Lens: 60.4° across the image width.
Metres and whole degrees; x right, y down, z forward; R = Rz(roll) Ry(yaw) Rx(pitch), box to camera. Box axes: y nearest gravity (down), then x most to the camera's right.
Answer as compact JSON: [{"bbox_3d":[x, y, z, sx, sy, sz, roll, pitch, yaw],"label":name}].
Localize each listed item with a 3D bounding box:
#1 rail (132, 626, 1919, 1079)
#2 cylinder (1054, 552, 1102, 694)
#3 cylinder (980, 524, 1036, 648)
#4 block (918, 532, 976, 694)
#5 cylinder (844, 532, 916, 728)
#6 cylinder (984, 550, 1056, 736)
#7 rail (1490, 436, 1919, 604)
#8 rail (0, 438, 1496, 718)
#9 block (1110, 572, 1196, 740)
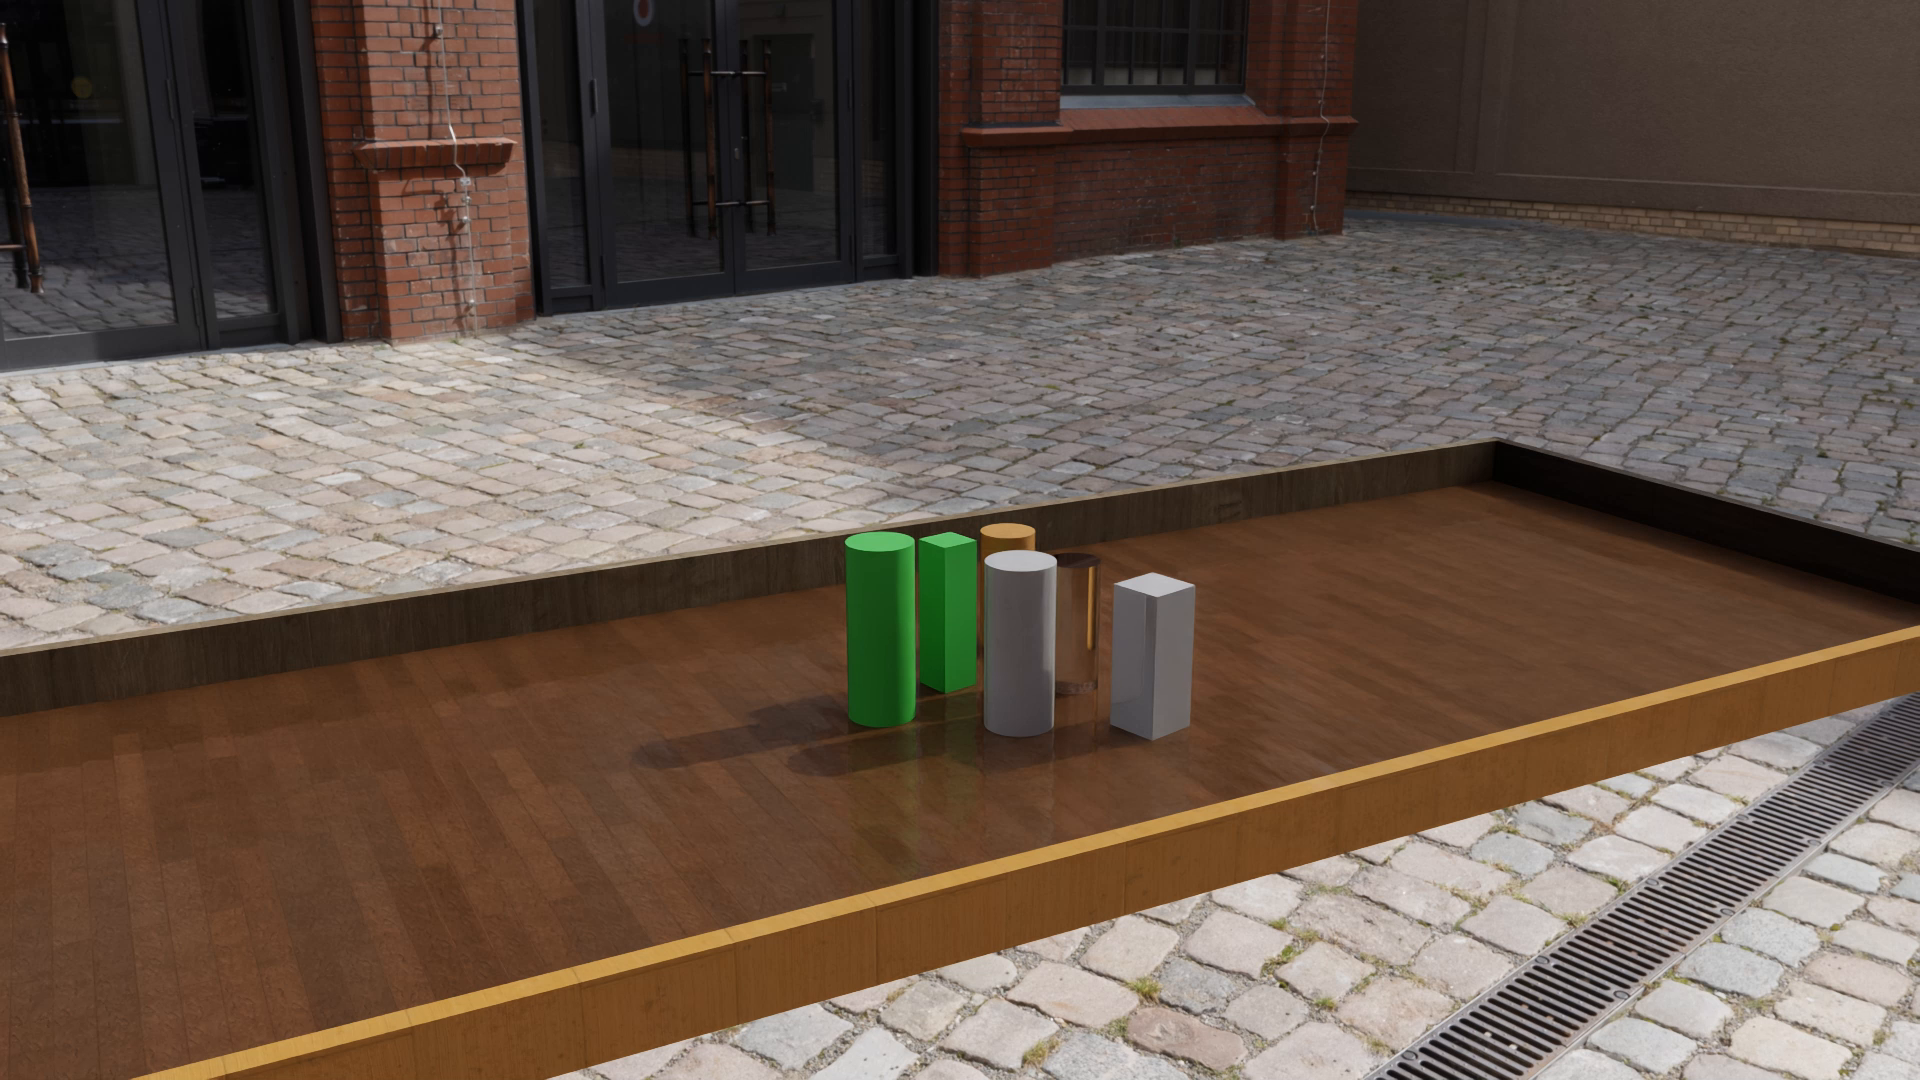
[{"bbox_3d":[-2.336,1.006,1.665,12.000,0.150,0.050,-9,18,-27],"label":"rail"},{"bbox_3d":[0.279,0.206,4.077,0.131,0.325,0.131,0,16,0],"label":"cylinder"},{"bbox_3d":[0.126,0.126,4.370,0.144,0.314,0.144,0,16,0],"label":"cylinder"},{"bbox_3d":[-0.030,0.179,4.082,0.101,0.374,0.101,-13,21,-38],"label":"block"},{"bbox_3d":[-0.186,0.210,3.879,0.162,0.430,0.162,0,16,0],"label":"cylinder"},{"bbox_3d":[0.139,0.239,3.830,0.166,0.401,0.166,0,16,0],"label":"cylinder"},{"bbox_3d":[2.466,-0.048,5.253,0.050,0.150,2.100,-9,18,-27],"label":"rail"},{"bbox_3d":[-3.305,0.497,3.399,12.000,0.150,0.050,-9,18,-27],"label":"rail"},{"bbox_3d":[0.446,0.268,3.827,0.132,0.347,0.132,-14,22,-40],"label":"block"}]
